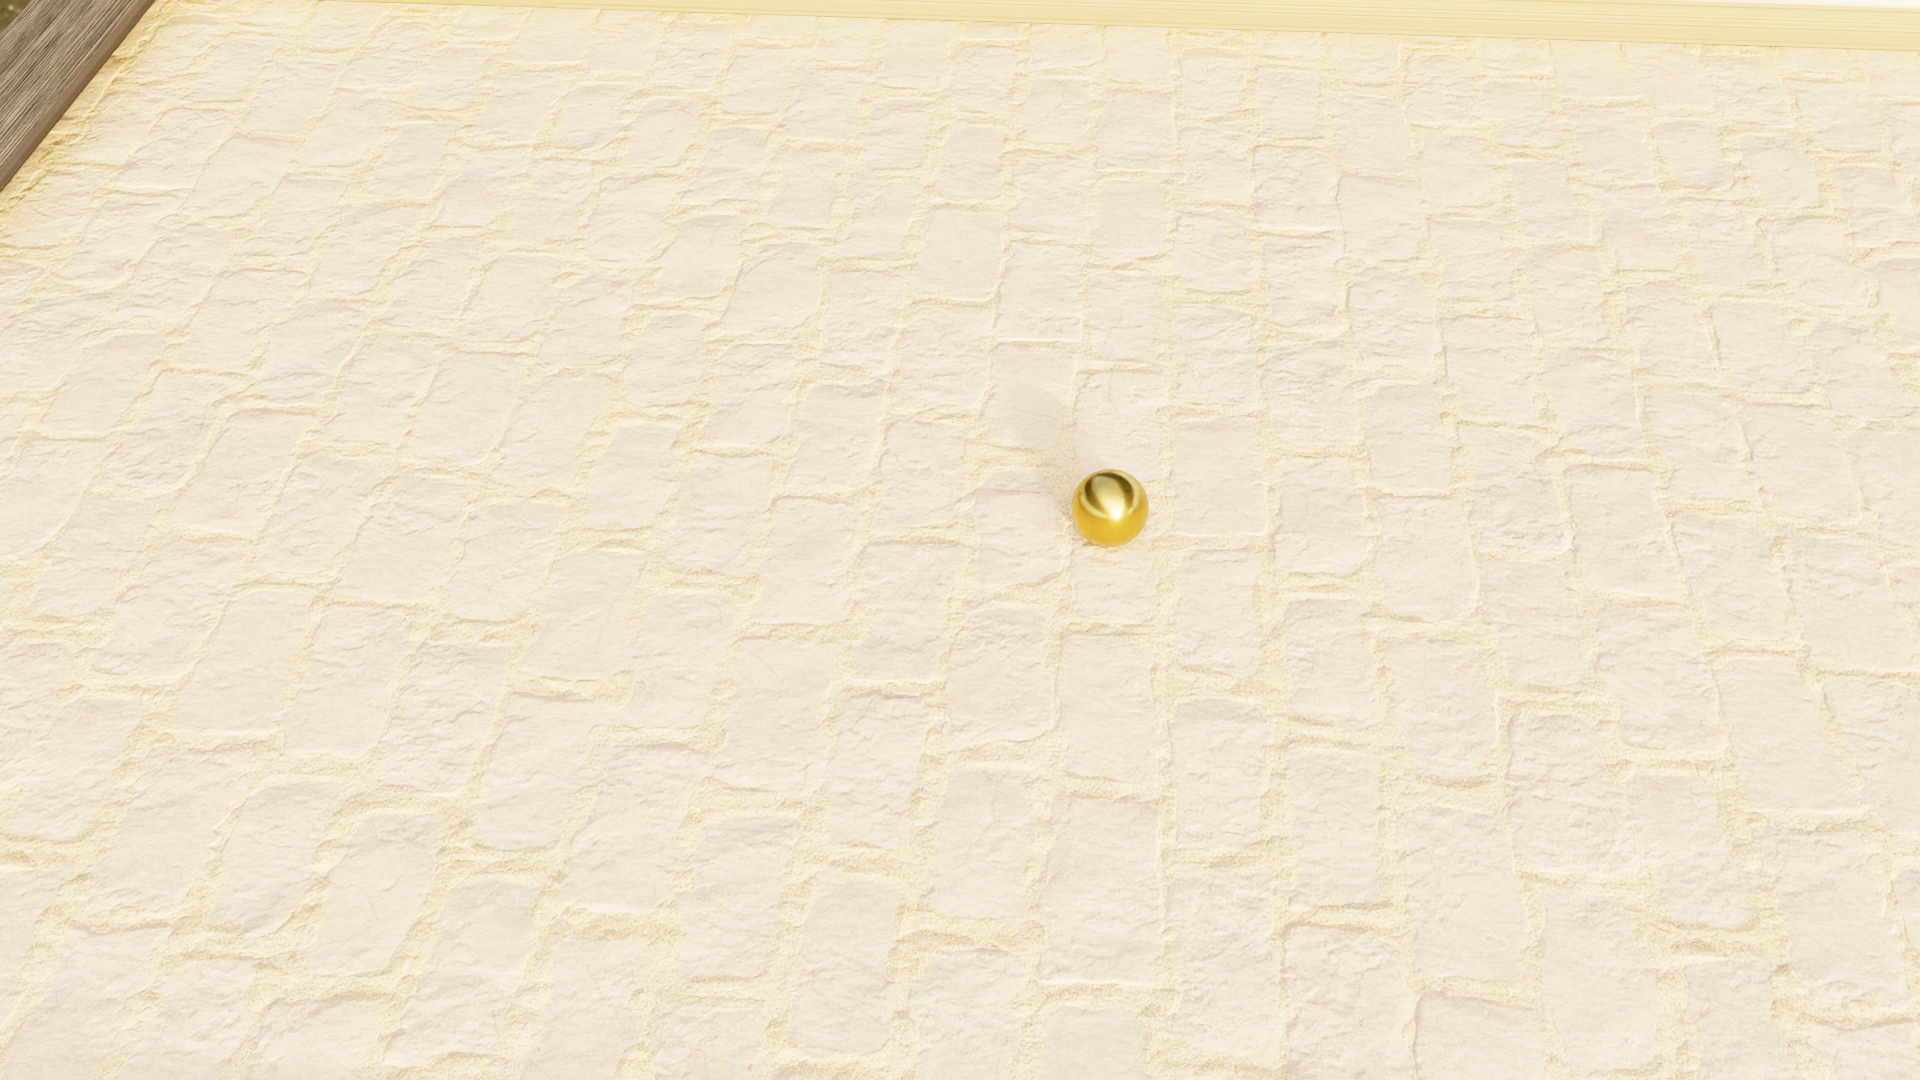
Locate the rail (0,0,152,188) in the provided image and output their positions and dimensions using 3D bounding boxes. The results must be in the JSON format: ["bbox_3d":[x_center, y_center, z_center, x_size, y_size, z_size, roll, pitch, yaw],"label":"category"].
[{"bbox_3d":[-0.855,-0.060,1.798,0.045,0.116,1.851,3,36,4],"label":"rail"}]

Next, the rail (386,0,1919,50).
[{"bbox_3d":[0.947,-0.506,2.422,3.523,0.116,0.045,3,36,4],"label":"rail"}]

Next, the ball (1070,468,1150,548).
[{"bbox_3d":[0.105,-0.023,1.799,0.055,0.055,0.055,0,36,0],"label":"ball"}]
